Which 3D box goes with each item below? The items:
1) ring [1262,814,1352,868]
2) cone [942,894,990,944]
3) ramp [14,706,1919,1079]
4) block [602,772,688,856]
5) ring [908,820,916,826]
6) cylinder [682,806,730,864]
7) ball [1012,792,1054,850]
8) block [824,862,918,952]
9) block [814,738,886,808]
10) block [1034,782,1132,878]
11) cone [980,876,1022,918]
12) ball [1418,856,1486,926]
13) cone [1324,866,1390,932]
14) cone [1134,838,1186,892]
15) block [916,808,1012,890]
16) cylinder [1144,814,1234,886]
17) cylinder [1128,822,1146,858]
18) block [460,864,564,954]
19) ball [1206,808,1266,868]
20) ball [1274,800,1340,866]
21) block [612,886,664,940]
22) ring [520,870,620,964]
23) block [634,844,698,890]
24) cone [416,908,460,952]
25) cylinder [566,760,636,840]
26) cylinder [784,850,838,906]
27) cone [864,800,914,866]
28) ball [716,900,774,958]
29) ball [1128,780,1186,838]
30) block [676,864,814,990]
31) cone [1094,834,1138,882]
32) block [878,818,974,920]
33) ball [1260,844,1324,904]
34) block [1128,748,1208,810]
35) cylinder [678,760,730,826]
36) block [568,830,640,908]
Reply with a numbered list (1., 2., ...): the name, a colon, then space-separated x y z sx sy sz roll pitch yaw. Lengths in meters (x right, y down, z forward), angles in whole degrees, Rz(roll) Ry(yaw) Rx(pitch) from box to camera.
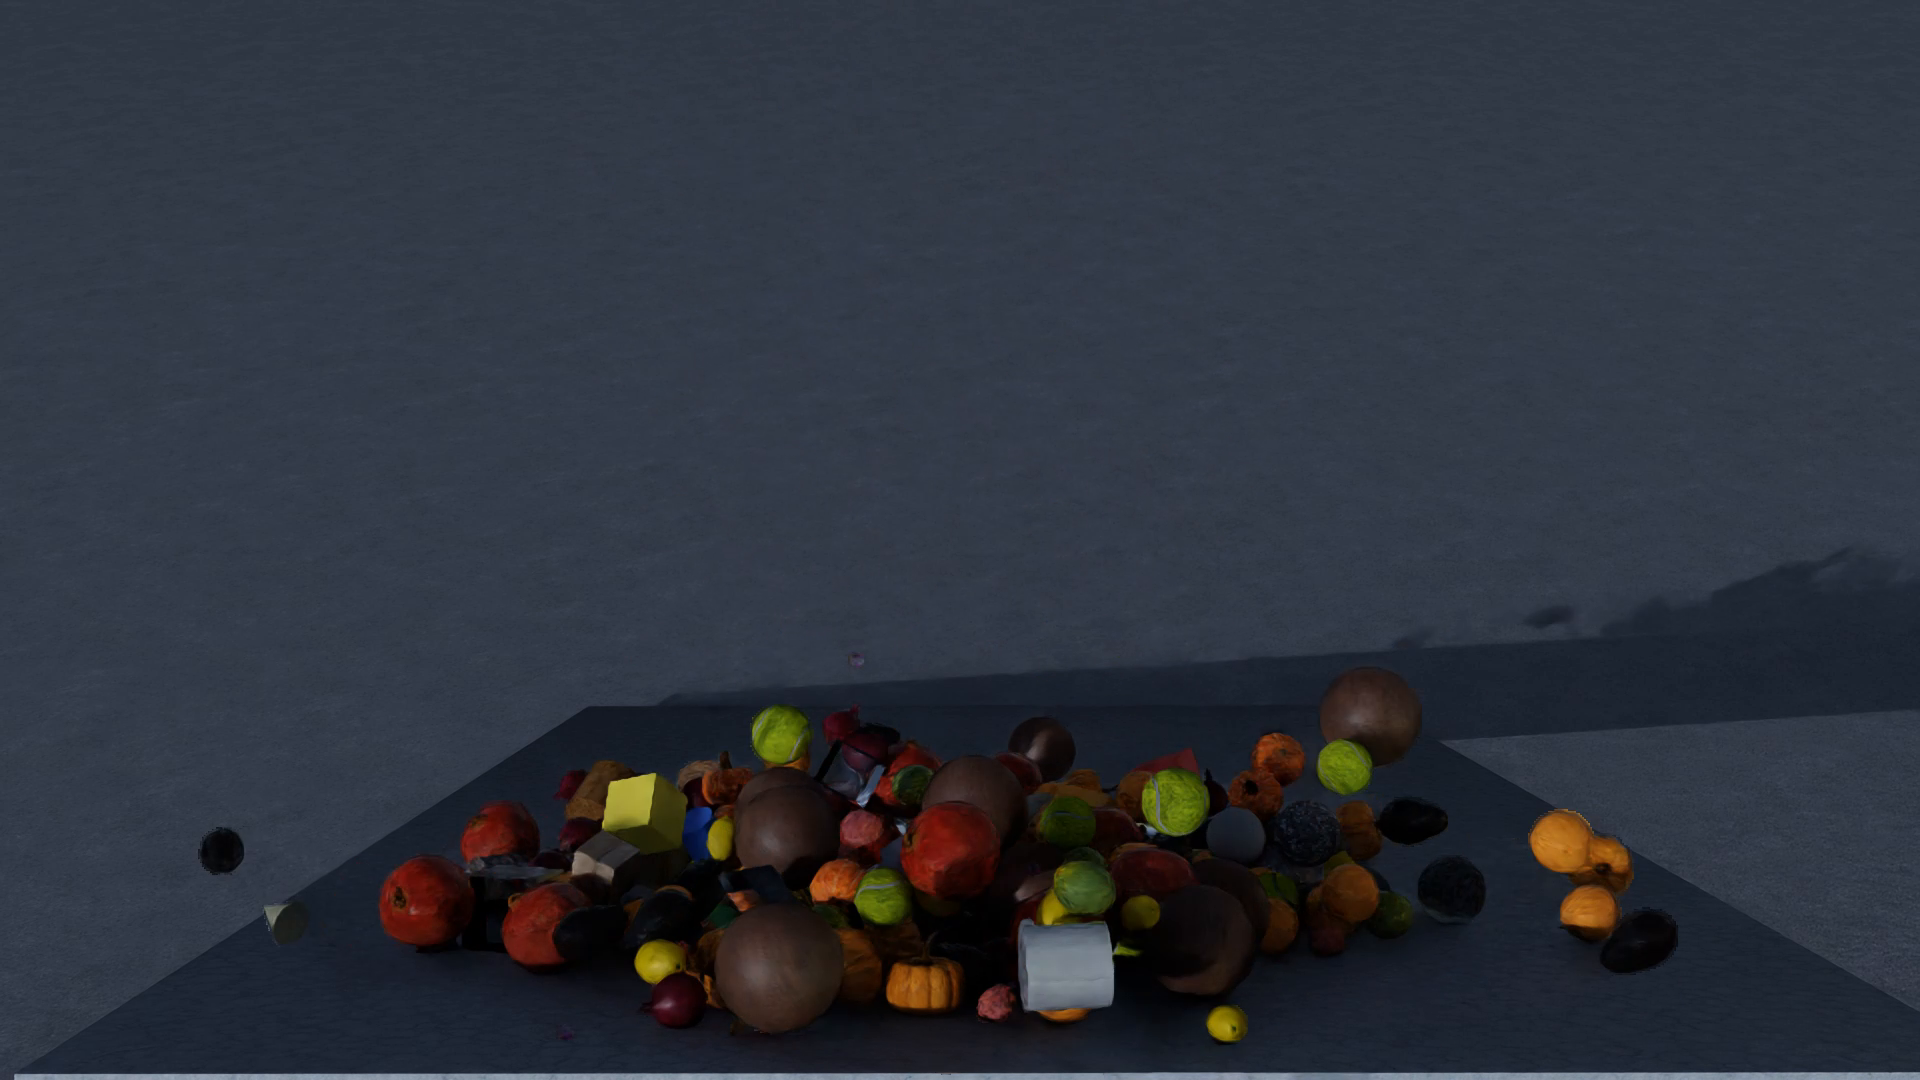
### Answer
1. ring: 0.499 0.435 3.723 0.139 0.046 0.139 21 -11 4
2. cone: 0.022 0.495 3.294 0.067 0.067 0.067 -15 58 25
3. ramp: 0.058 0.526 4.564 2.000 0.100 4.000 0 2 0
4. block: -0.426 0.372 3.487 0.077 0.077 0.077 -13 53 26
5. ring: -0.025 0.465 4.069 0.148 0.049 0.148 -3 -1 0
6. cylinder: -0.367 0.421 3.674 0.059 0.059 0.059 -18 30 11
7. ball: 0.128 0.444 4.073 0.090 0.090 0.090 0 26 0
8. block: -0.107 0.457 3.230 0.080 0.080 0.080 -35 -7 13
9. block: -0.131 0.279 3.081 0.056 0.056 0.056 26 -10 15
10. block: 0.171 0.401 3.573 0.083 0.083 0.083 11 58 37
11. cone: 0.057 0.492 3.479 0.057 0.057 0.057 -2 28 -3
12. ball: 0.648 0.462 3.397 0.090 0.090 0.090 0 26 0
13. cone: 0.520 0.488 3.377 0.088 0.088 0.088 3 29 7
14. cone: 0.270 0.481 3.695 0.080 0.080 0.080 18 39 32
15. block: 0.006 0.448 3.742 0.100 0.100 0.100 1 2 44
16. cylinder: 0.337 0.449 3.759 0.096 0.096 0.096 -21 15 -37
17. cylinder: 0.238 0.460 3.885 0.067 0.067 0.067 -1 22 -33
18. block: -0.564 0.465 3.254 0.093 0.093 0.093 1 2 22
19. ball: 0.368 0.396 3.436 0.080 0.080 0.080 0 26 0
20. ball: 0.471 0.398 3.496 0.090 0.090 0.090 0 26 0
21. block: -0.421 0.481 3.328 0.058 0.058 0.058 -1 2 -39
22. ring: -0.480 0.464 3.172 0.130 0.043 0.130 -10 46 11
23. block: -0.444 0.453 3.742 0.091 0.091 0.091 1 2 34
24. cone: -0.651 0.484 3.214 0.053 0.053 0.053 -3 -3 0
25. cylinder: -0.510 0.375 3.699 0.084 0.084 0.084 9 39 18
26. cylinder: -0.204 0.460 3.509 0.055 0.055 0.055 31 7 -4
27. cone: -0.121 0.417 3.831 0.096 0.096 0.096 -23 20 9
28. ball: -0.265 0.479 3.178 0.070 0.070 0.070 0 26 0
29. ball: 0.282 0.385 3.691 0.081 0.081 0.081 0 26 0
30. block: -0.251 0.451 3.003 0.095 0.095 0.095 -2 47 -51
31. cone: 0.229 0.435 3.756 0.091 0.091 0.091 9 28 18
32. block: -0.042 0.413 3.229 0.075 0.075 0.075 -35 43 12
33. ball: 0.459 0.458 3.562 0.089 0.089 0.089 0 26 0
34. block: 0.337 0.395 4.161 0.086 0.086 0.086 -21 -1 20
35. cylinder: -0.417 0.418 4.208 0.082 0.082 0.082 -1 37 0
36. block: -0.433 0.401 3.147 0.057 0.057 0.057 24 29 19
